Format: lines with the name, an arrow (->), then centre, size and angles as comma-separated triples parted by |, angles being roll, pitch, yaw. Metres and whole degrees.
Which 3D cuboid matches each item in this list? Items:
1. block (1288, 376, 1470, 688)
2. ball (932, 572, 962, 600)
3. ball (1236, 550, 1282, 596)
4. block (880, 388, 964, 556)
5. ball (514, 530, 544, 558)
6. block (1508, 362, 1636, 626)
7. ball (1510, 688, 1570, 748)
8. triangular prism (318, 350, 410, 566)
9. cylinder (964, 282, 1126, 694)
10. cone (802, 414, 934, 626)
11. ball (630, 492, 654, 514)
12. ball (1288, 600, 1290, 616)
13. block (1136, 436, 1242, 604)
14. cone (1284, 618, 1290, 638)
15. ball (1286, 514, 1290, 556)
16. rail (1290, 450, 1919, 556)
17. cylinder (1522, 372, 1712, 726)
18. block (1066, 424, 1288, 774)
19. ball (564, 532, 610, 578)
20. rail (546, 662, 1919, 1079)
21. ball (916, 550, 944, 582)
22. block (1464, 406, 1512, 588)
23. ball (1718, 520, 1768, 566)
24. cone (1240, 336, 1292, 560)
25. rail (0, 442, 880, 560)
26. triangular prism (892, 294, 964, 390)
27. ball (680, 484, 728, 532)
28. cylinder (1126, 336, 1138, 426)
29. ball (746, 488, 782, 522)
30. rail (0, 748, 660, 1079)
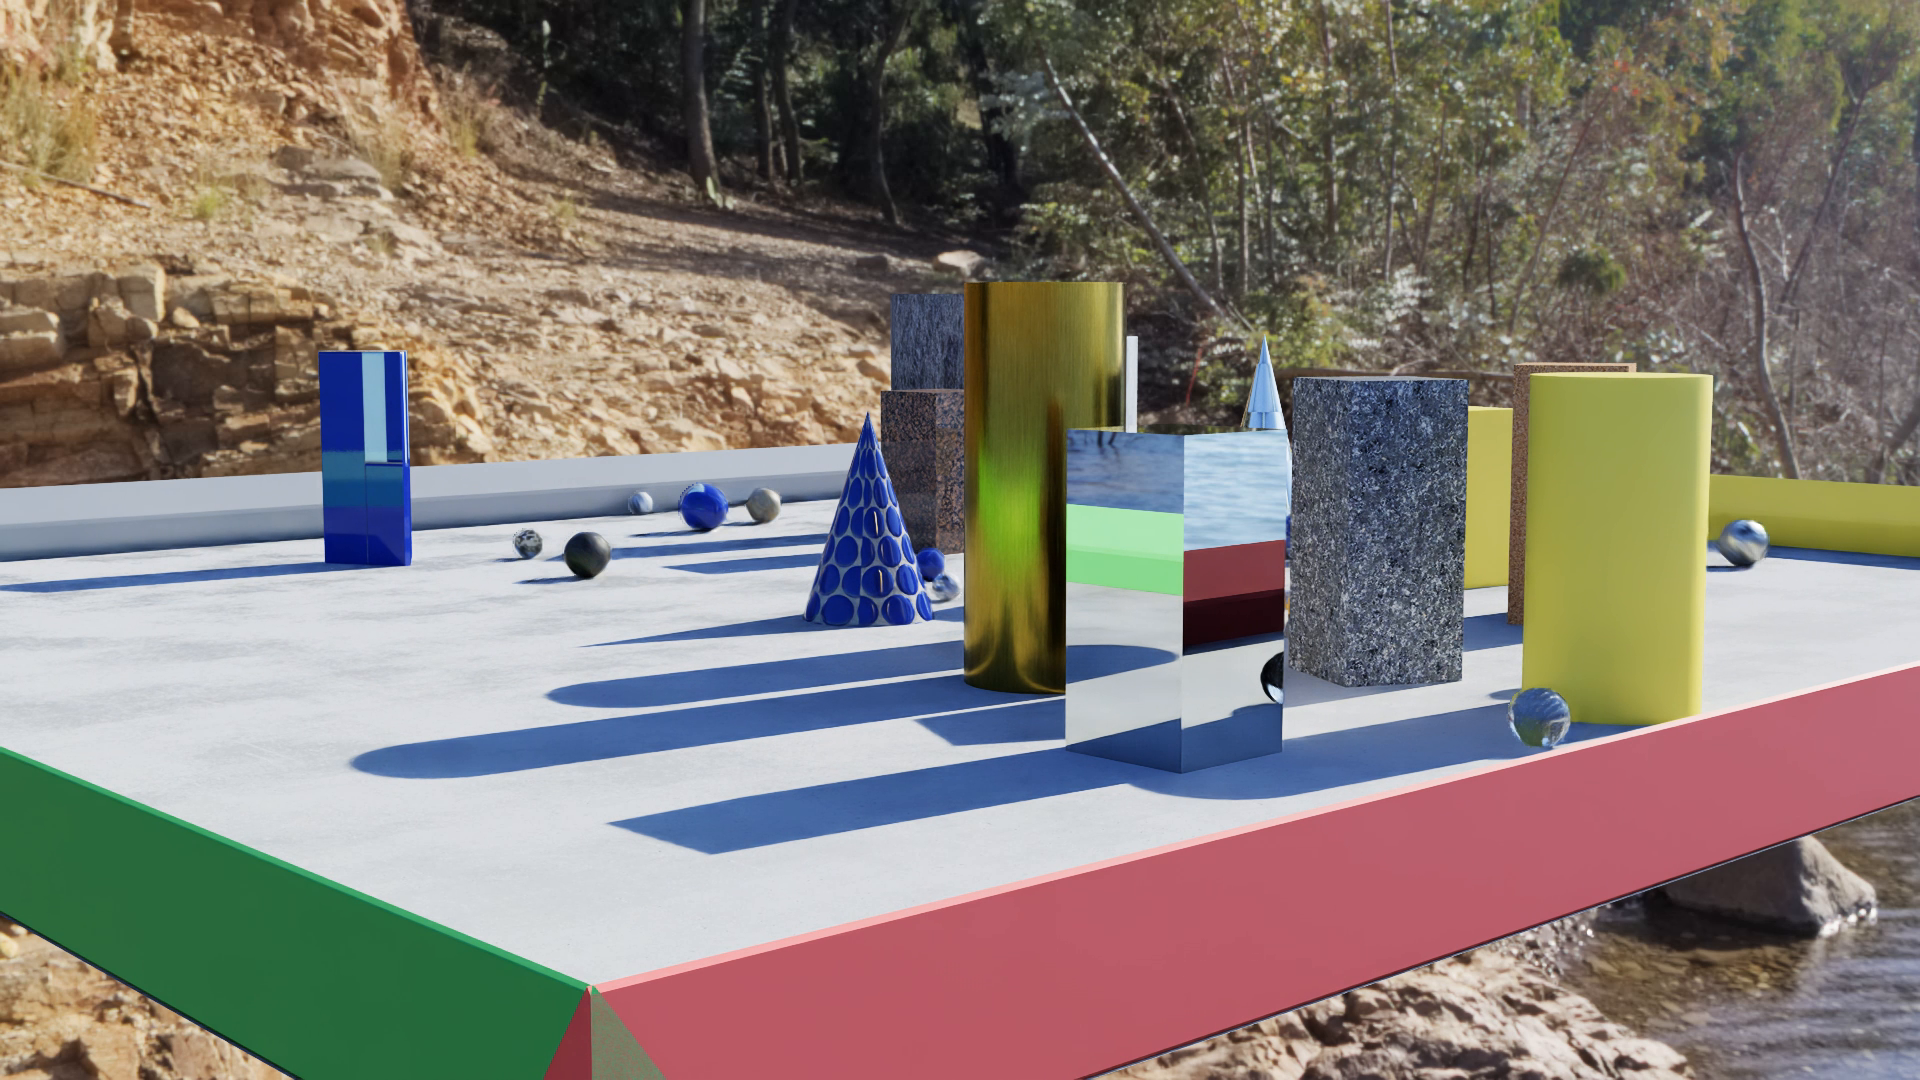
block -> 0.506, -0.015, 2.672 | 0.154, 0.361, 0.154 | -2, 6, -17
ball -> -0.020, 0.071, 3.367 | 0.044, 0.044, 0.044 | 0, 6, 0
ball -> 0.466, 0.051, 3.429 | 0.071, 0.071, 0.071 | 0, 6, 0
block -> -0.038, -0.129, 4.072 | 0.154, 0.294, 0.154 | -5, 8, -42
ball -> -0.772, 0.008, 3.937 | 0.051, 0.051, 0.051 | 0, 6, 0
block -> 0.875, -0.067, 3.141 | 0.154, 0.366, 0.154 | 2, 6, 20
ball -> 0.591, 0.181, 2.241 | 0.061, 0.061, 0.061 | 0, 6, 0
triangular prism -> -1.018, -0.149, 3.895 | 0.167, 0.371, 0.145 | 2, 6, 17
cylinder -> 0.101, -0.067, 2.620 | 0.193, 0.475, 0.193 | 0, 6, 0
cone -> -0.132, -0.037, 3.171 | 0.193, 0.299, 0.193 | 0, 6, 0
ball -> -0.690, -0.079, 4.768 | 0.049, 0.049, 0.049 | 0, 6, 0
ball -> 0.488, 0.095, 3.112 | 0.049, 0.049, 0.049 | 0, 6, 0
block -> 0.334, -0.035, 3.428 | 0.154, 0.242, 0.154 | 4, 7, 35
cone -> 0.538, -0.021, 2.980 | 0.193, 0.307, 0.193 | 0, 6, 0
ball -> 0.613, -0.009, 3.877 | 0.096, 0.096, 0.096 | 0, 6, 0
rail -> 1.225, -0.086, 4.457 | 0.045, 0.125, 3.154 | -6, 8, -42
cylinder -> 0.726, 0.004, 2.436 | 0.193, 0.372, 0.193 | 0, 6, 0
block -> 0.216, 0.052, 2.204 | 0.154, 0.325, 0.154 | -6, 8, -43
ball -> -0.619, 0.024, 3.654 | 0.077, 0.077, 0.077 | 0, 6, 0
rail -> 1.053, 0.152, 2.197 | 3.382, 0.125, 0.045 | -6, 8, -42
ball -> -0.051, 0.042, 3.607 | 0.052, 0.052, 0.052 | 0, 6, 0
block -> 0.801, -0.072, 3.581 | 0.154, 0.284, 0.154 | -4, 7, -31
ball -> 1.359, 0.005, 3.813 | 0.082, 0.082, 0.082 | 0, 6, 0
cone -> 0.549, -0.174, 3.988 | 0.193, 0.401, 0.193 | 0, 6, 0
rail -> -1.053, -0.087, 4.467 | 3.382, 0.125, 0.045 | -6, 8, -42
triangular prism -> -0.081, -0.255, 4.409 | 0.167, 0.474, 0.145 | -2, 6, -21
ball -> -0.512, -0.064, 4.408 | 0.095, 0.095, 0.095 | 0, 6, 0
cylinder -> 0.138, -0.066, 2.930 | 0.193, 0.408, 0.193 | 0, 6, 0
ball -> -0.409, -0.072, 4.591 | 0.072, 0.072, 0.072 | 0, 6, 0
rail -> -1.225, 0.151, 2.207 | 0.045, 0.125, 3.154 | -6, 8, -42
